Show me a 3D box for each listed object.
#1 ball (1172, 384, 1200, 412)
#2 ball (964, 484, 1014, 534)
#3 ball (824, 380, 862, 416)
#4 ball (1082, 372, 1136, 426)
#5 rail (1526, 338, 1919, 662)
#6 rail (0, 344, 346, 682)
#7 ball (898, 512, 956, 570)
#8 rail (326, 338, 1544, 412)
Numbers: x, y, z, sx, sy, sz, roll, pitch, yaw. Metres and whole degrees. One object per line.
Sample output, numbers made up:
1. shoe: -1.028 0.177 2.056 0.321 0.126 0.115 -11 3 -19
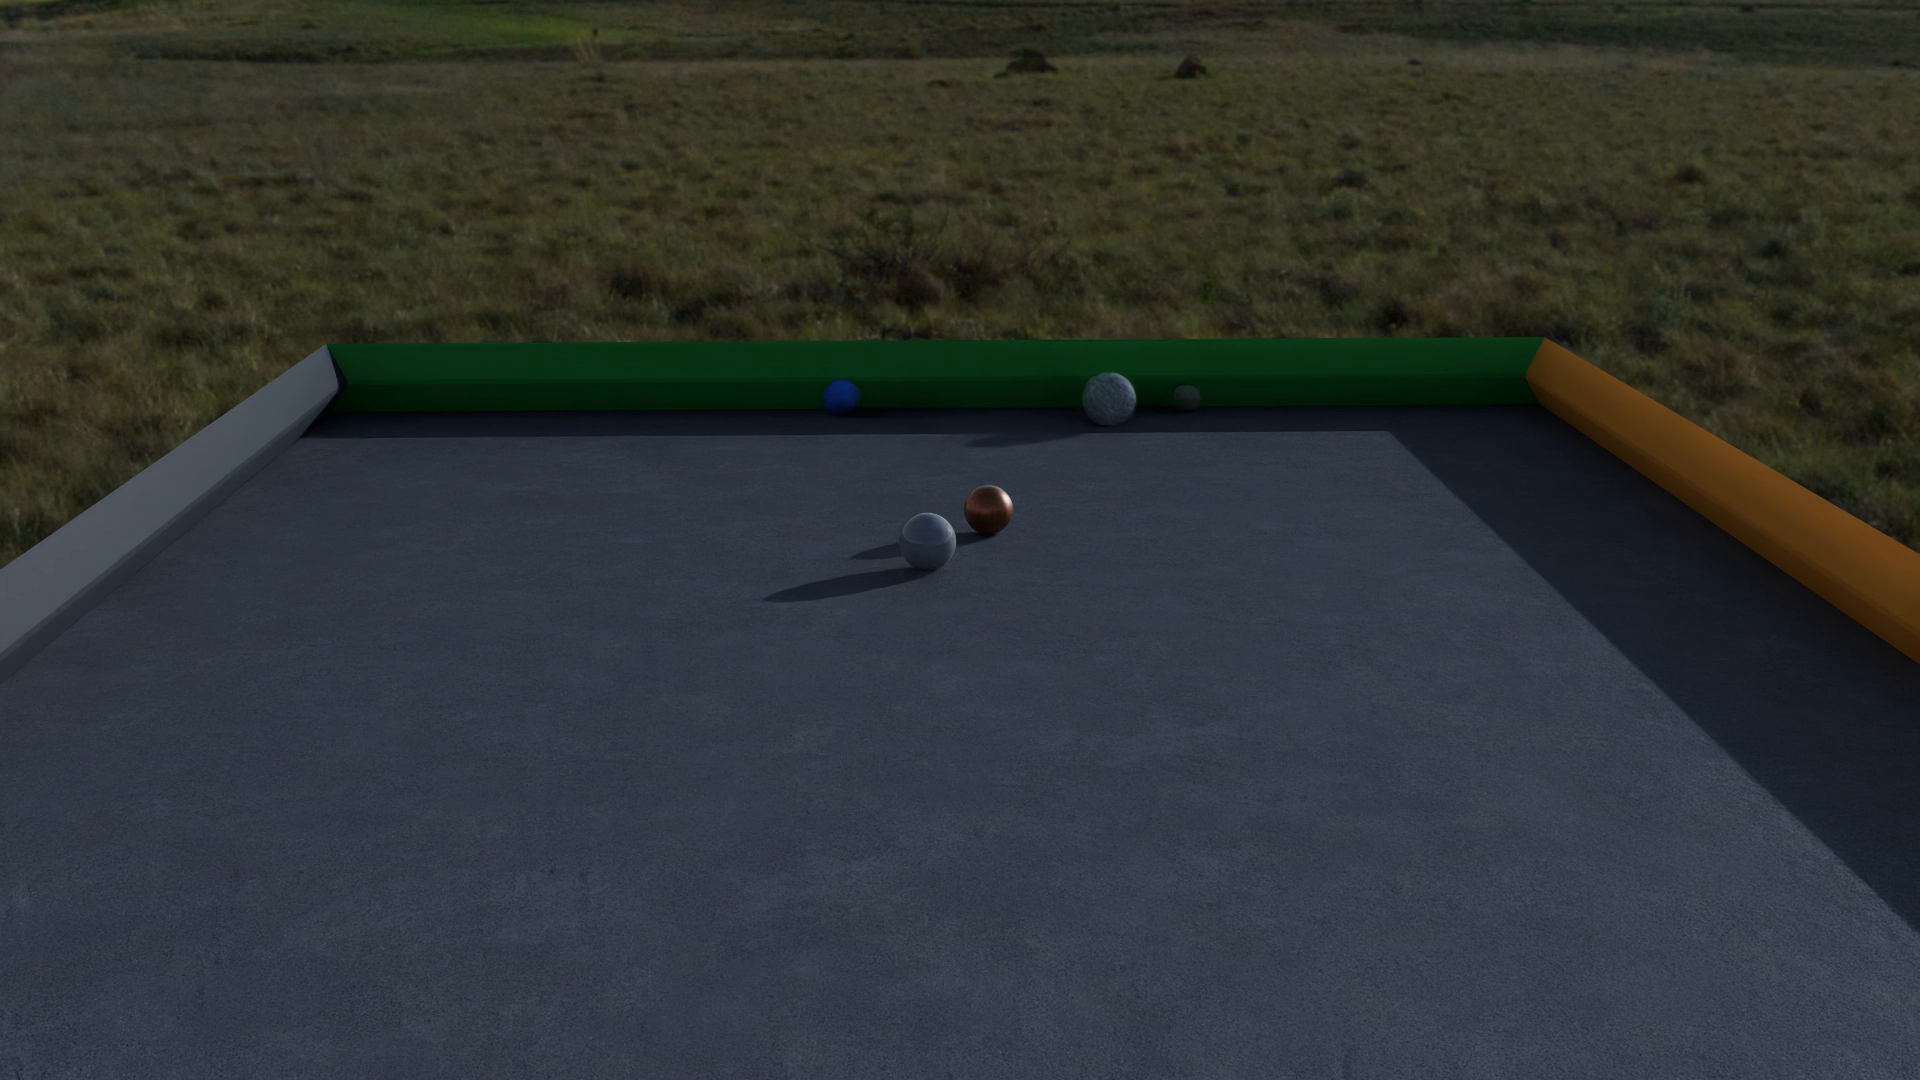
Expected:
1. ball: 0.404 -0.253 3.939 0.051 0.051 0.051 0 15 0
2. ball: 0.040 -0.043 3.110 0.070 0.070 0.070 0 15 0
3. ball: -0.208 -0.253 3.908 0.065 0.065 0.065 0 15 0
4. ball: 0.259 -0.246 3.826 0.094 0.094 0.094 0 15 0
5. rail: 1.109 0.242 1.935 0.045 0.122 4.287 0 15 -2
6. rail: -1.039 0.260 1.867 0.045 0.122 4.287 0 15 -2
7. ball: -0.043 0.002 2.926 0.077 0.077 0.077 0 15 0
8. rail: -0.034 -0.294 3.948 2.196 0.122 0.045 0 15 -2
